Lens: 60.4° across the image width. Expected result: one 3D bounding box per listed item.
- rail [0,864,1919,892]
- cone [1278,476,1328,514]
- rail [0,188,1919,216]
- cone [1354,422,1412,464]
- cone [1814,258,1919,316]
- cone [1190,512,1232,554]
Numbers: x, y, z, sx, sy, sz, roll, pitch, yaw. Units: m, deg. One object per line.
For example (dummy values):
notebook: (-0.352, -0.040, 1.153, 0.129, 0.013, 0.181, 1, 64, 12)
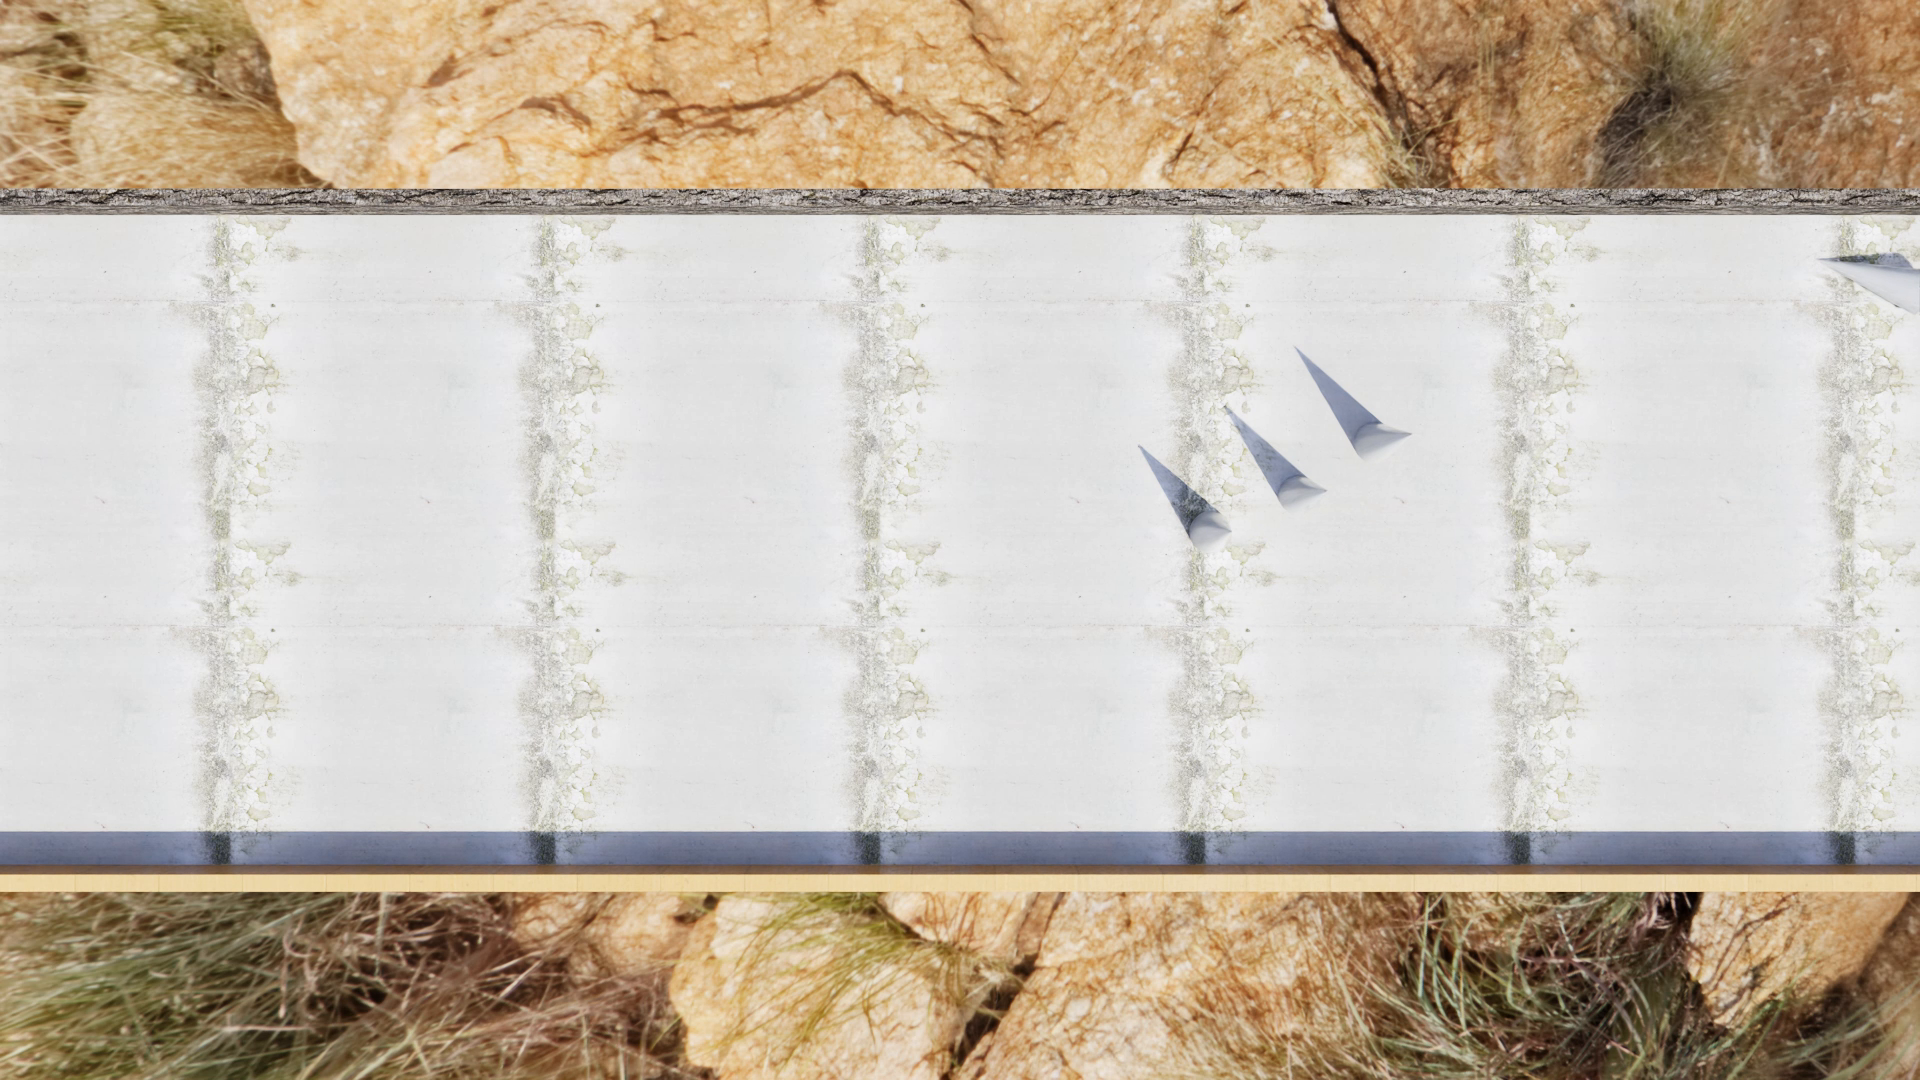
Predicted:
rail: (-2.247, 1.025, 5.001, 12.000, 0.150, 0.050, 0, 90, 0)
cone: (1.040, -0.139, 4.865, 0.120, 0.423, 0.120, 0, 90, 0)
rail: (-2.247, -1.025, 5.002, 12.000, 0.150, 0.050, 0, 90, 0)
cone: (1.275, -0.299, 4.857, 0.126, 0.439, 0.126, 0, 90, 0)
cone: (2.778, -0.809, 5.042, 0.329, 0.143, 0.143, 21, 90, 12)
cone: (0.772, -0.024, 4.875, 0.132, 0.403, 0.132, 0, 90, 0)
